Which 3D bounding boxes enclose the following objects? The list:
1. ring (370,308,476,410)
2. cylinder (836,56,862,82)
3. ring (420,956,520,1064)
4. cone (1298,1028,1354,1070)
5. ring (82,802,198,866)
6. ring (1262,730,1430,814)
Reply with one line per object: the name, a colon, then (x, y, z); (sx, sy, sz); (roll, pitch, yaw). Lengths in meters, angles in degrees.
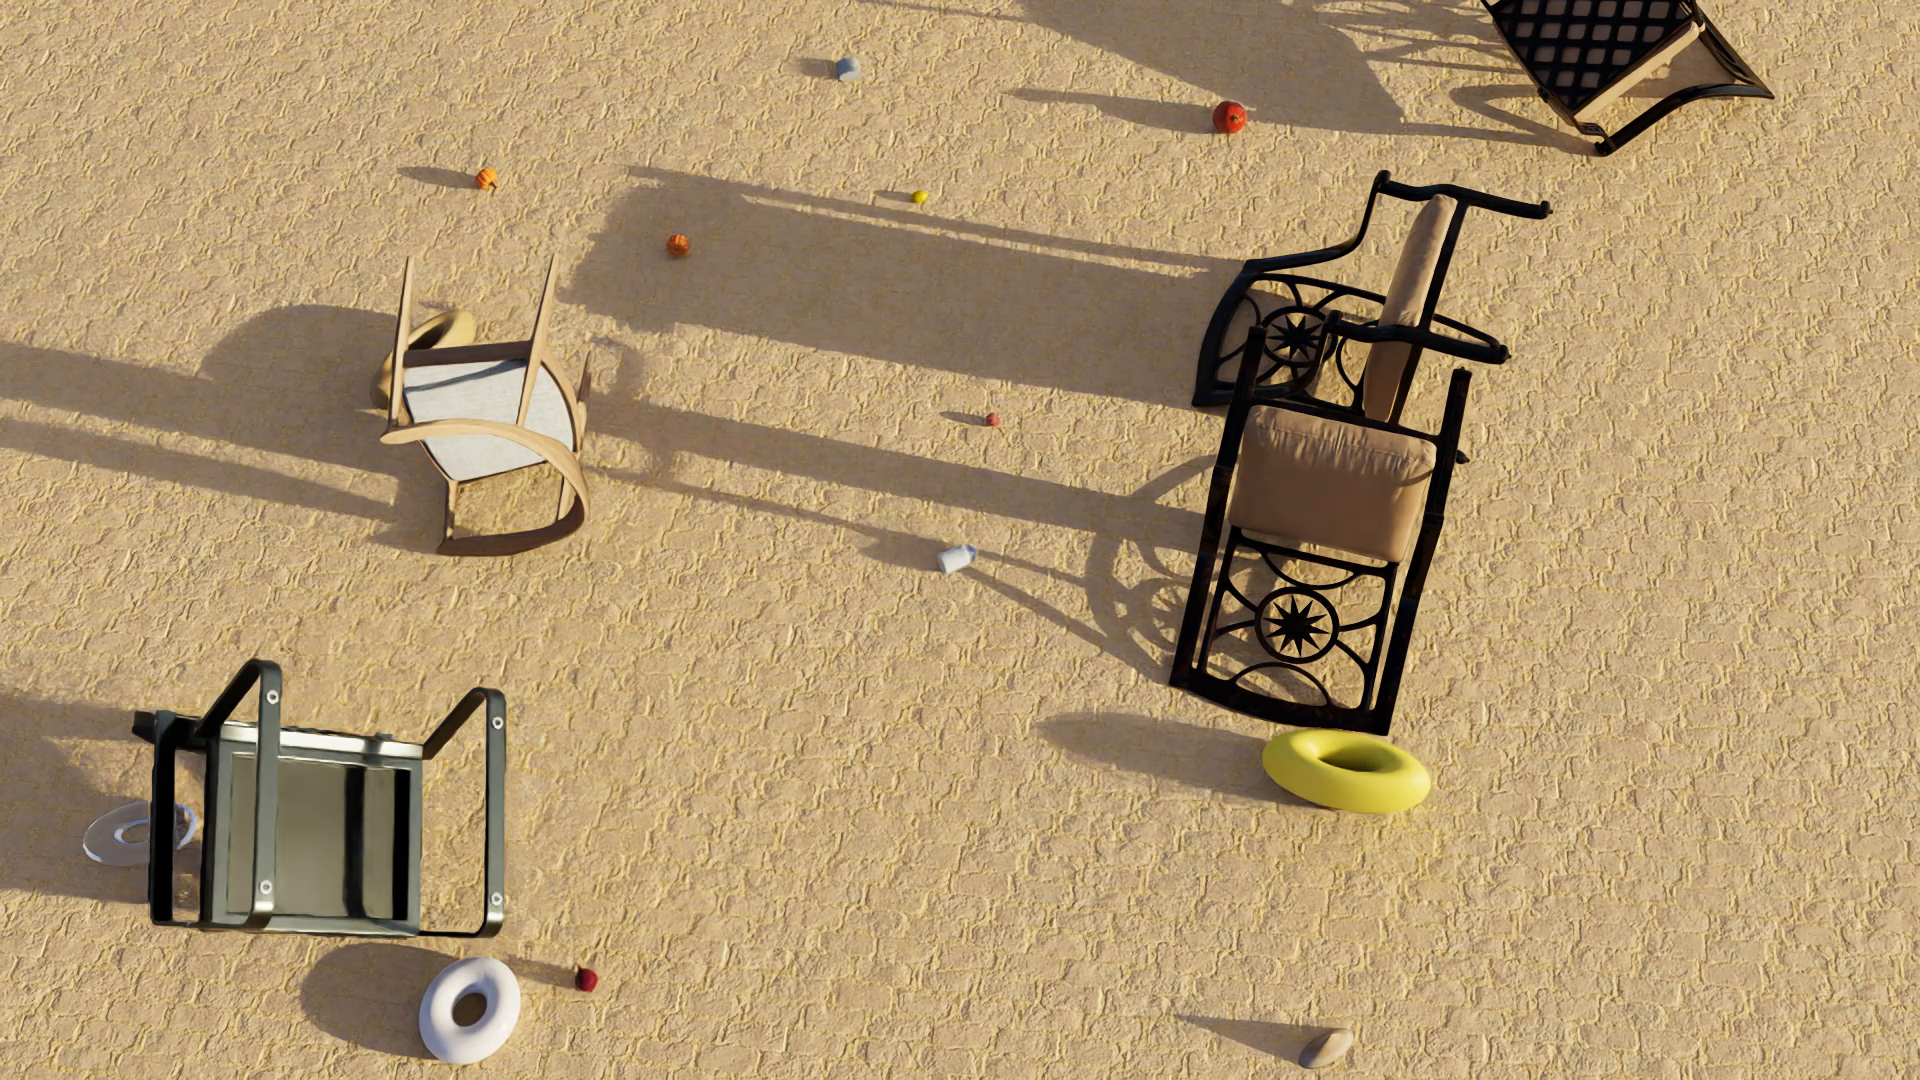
ring: (-1.674, -0.564, 6.866); (0.150, 0.147, 0.435); (30, 60, 22)
cylinder: (-0.387, -1.638, 7.648); (0.076, 0.039, 0.071); (-17, 57, 4)
ring: (-1.271, 1.218, 5.704); (0.257, 0.089, 0.297); (11, 56, 8)
cone: (0.948, 1.289, 5.650); (0.169, 0.098, 0.076); (-27, 60, -17)
ring: (-2.240, 0.801, 6.008); (0.308, 0.048, 0.188); (-10, 57, -6)
ring: (1.060, 0.637, 6.050); (0.465, 0.159, 0.194); (11, 47, 8)
